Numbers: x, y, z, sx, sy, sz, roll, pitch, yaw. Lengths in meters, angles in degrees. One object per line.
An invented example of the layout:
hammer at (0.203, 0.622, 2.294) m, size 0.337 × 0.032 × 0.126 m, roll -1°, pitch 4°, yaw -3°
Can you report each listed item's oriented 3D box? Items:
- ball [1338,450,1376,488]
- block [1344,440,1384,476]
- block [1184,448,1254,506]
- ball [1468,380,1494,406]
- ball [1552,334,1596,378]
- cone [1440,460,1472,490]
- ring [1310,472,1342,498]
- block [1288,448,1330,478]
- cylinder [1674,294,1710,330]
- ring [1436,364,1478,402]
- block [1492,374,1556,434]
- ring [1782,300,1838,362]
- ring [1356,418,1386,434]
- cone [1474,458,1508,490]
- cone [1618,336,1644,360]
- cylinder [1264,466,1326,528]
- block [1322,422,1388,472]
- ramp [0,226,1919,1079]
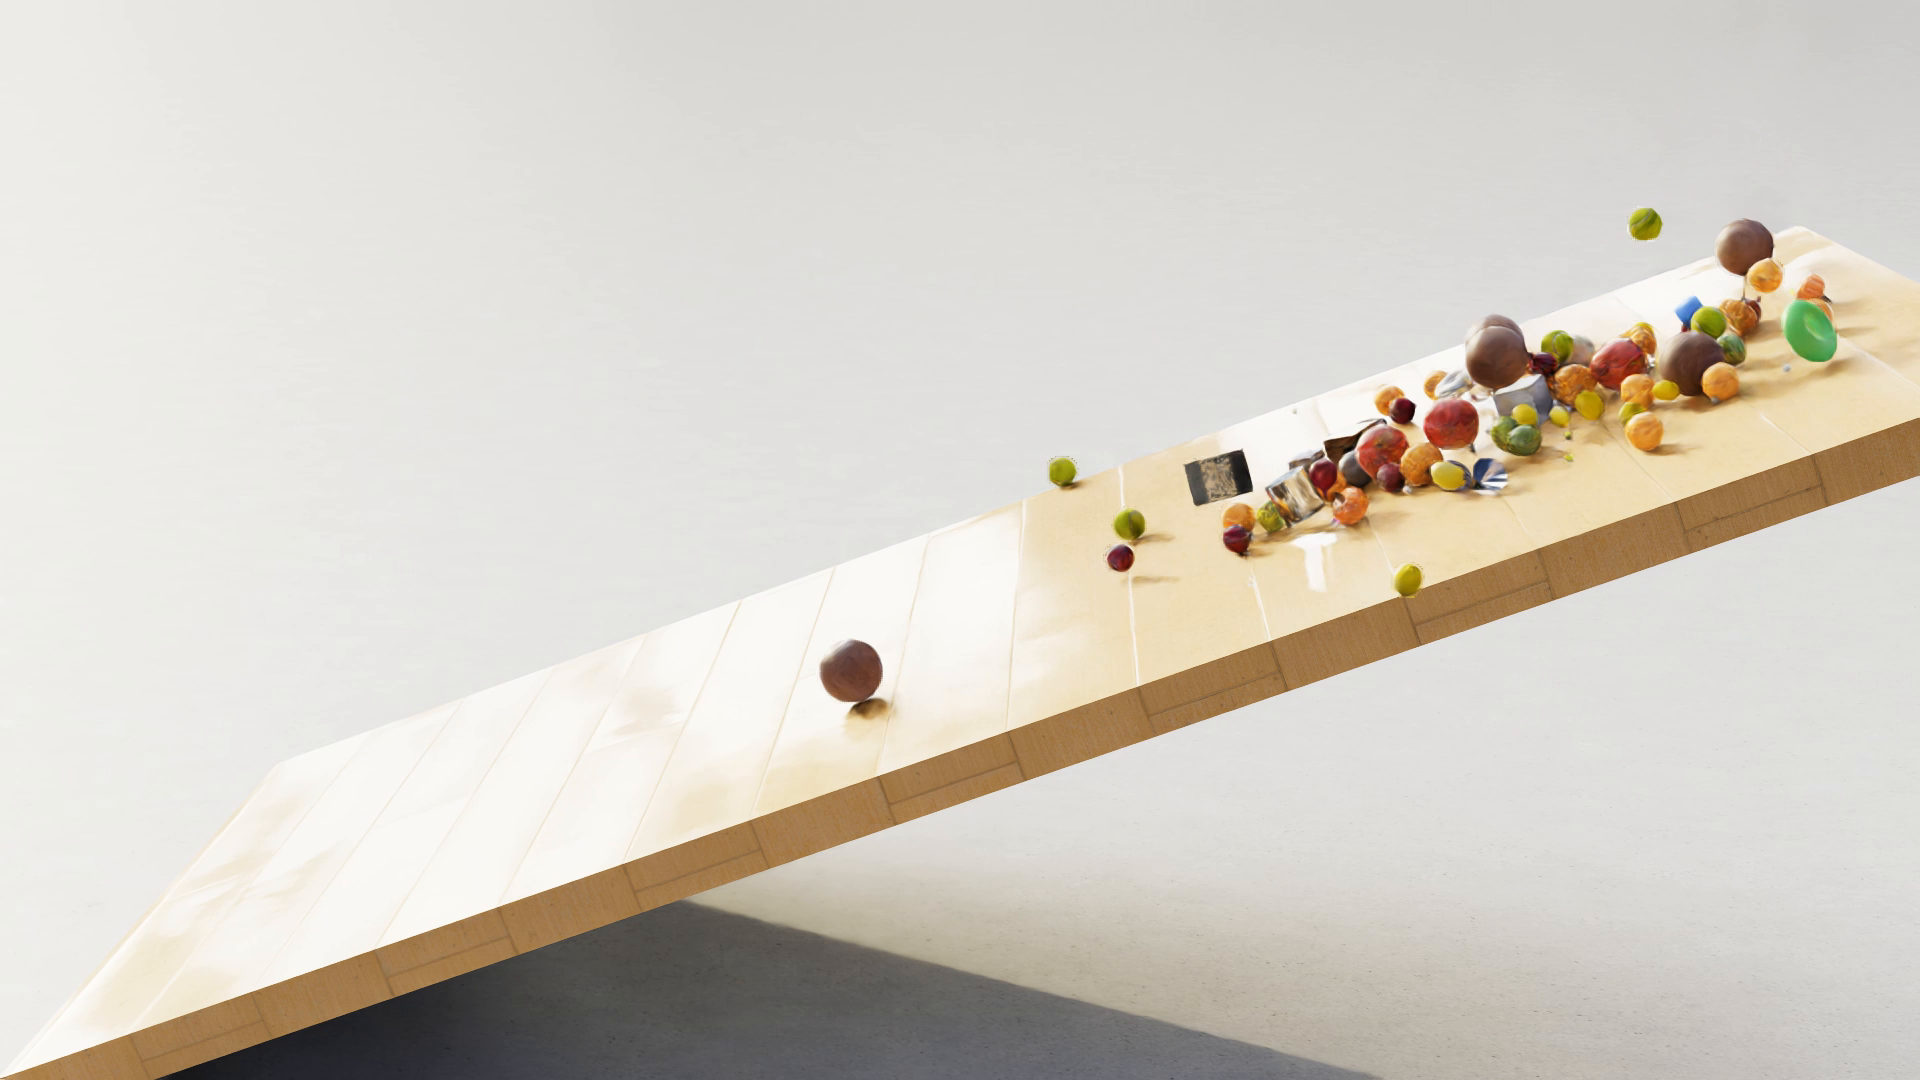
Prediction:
ball at (0.824, -0.147, 6.111) m, size 0.076 × 0.076 × 0.076 m, roll 0°, pitch 13°, yaw 0°
block at (0.847, -0.165, 6.181) m, size 0.064 × 0.064 × 0.064 m, roll -20°, pitch 11°, yaw 11°
block at (0.553, -0.133, 6.276) m, size 0.094 × 0.094 × 0.094 m, roll -15°, pitch 0°, yaw 44°
ball at (1.137, -0.323, 6.426) m, size 0.056 × 0.056 × 0.056 m, roll 0°, pitch 13°, yaw 0°
ball at (1.324, -0.397, 6.335) m, size 0.093 × 0.093 × 0.093 m, roll 0°, pitch 13°, yaw 0°
cone at (0.966, -0.113, 5.816) m, size 0.067 × 0.067 × 0.067 m, roll -5°, pitch -23°, yaw -22°
ring at (0.754, -0.112, 6.175) m, size 0.104 × 0.035 × 0.104 m, roll -20°, pitch 13°, yaw 5°
block at (0.751, -0.156, 6.321) m, size 0.059 × 0.059 × 0.059 m, roll -11°, pitch 15°, yaw 40°
cylinder at (1.503, -0.470, 6.047) m, size 0.053 × 0.053 × 0.053 m, roll -39°, pitch 4°, yaw 15°
ring at (1.072, -0.338, 6.345) m, size 0.106 × 0.035 × 0.106 m, roll -38°, pitch 14°, yaw 11°
block at (1.171, -0.283, 6.104) m, size 0.085 × 0.085 × 0.085 m, roll -14°, pitch 13°, yaw 36°
ring at (1.645, -0.404, 5.696) m, size 0.133 × 0.133 × 0.044 m, roll -12°, pitch -18°, yaw -42°
ring at (0.901, -0.244, 6.534) m, size 0.100 × 0.033 × 0.100 m, roll -20°, pitch 10°, yaw 4°
cone at (1.015, -0.113, 5.722) m, size 0.072 × 0.072 × 0.072 m, roll -5°, pitch -23°, yaw -21°
cone at (1.462, -0.414, 6.359) m, size 0.055 × 0.055 × 0.055 m, roll -9°, pitch 16°, yaw -34°
cylinder at (0.674, -0.087, 5.922) m, size 0.089 × 0.089 × 0.089 m, roll -32°, pitch 5°, yaw 3°
block at (0.842, -0.194, 6.272) m, size 0.085 × 0.085 × 0.085 m, roll -9°, pitch 16°, yaw 46°
ramp at (0.116, 0.177, 6.297) m, size 4.000 × 0.100 × 2.000 m, roll -19°, pitch 11°, yaw 6°
